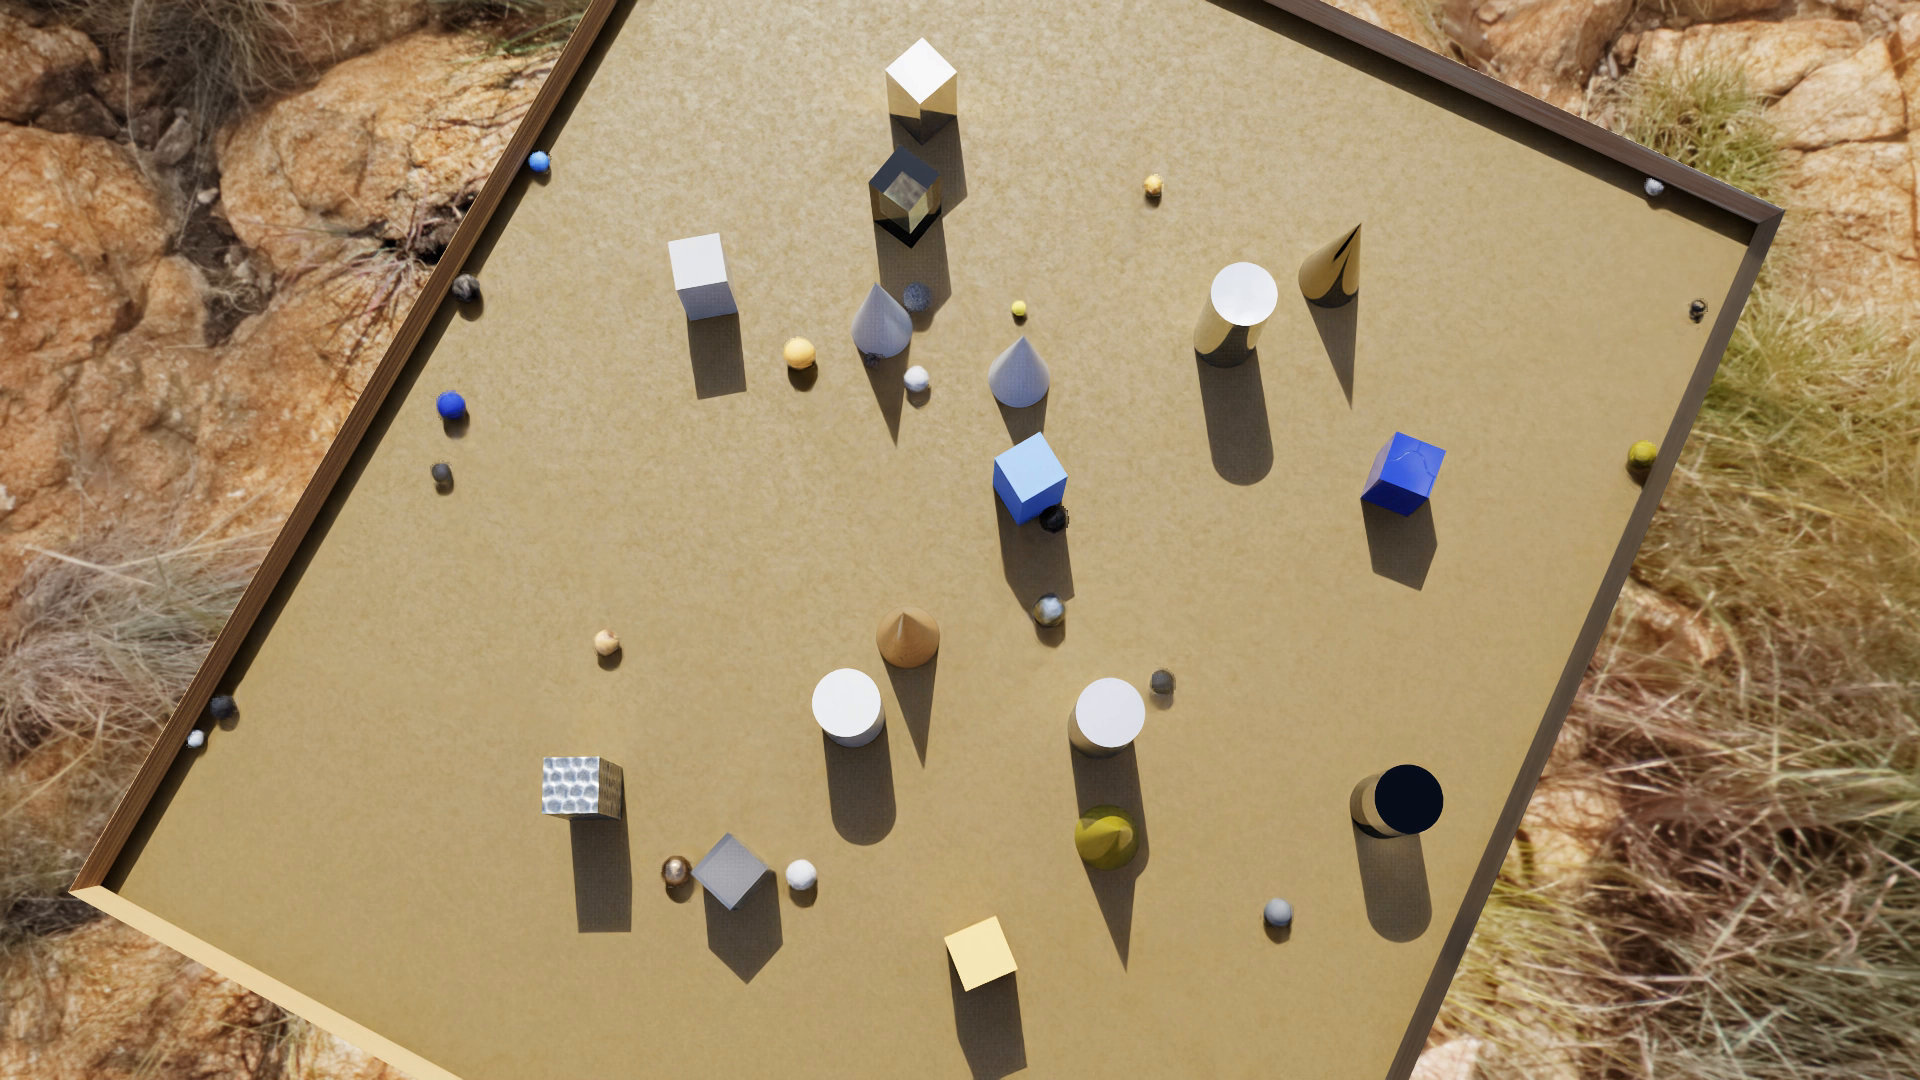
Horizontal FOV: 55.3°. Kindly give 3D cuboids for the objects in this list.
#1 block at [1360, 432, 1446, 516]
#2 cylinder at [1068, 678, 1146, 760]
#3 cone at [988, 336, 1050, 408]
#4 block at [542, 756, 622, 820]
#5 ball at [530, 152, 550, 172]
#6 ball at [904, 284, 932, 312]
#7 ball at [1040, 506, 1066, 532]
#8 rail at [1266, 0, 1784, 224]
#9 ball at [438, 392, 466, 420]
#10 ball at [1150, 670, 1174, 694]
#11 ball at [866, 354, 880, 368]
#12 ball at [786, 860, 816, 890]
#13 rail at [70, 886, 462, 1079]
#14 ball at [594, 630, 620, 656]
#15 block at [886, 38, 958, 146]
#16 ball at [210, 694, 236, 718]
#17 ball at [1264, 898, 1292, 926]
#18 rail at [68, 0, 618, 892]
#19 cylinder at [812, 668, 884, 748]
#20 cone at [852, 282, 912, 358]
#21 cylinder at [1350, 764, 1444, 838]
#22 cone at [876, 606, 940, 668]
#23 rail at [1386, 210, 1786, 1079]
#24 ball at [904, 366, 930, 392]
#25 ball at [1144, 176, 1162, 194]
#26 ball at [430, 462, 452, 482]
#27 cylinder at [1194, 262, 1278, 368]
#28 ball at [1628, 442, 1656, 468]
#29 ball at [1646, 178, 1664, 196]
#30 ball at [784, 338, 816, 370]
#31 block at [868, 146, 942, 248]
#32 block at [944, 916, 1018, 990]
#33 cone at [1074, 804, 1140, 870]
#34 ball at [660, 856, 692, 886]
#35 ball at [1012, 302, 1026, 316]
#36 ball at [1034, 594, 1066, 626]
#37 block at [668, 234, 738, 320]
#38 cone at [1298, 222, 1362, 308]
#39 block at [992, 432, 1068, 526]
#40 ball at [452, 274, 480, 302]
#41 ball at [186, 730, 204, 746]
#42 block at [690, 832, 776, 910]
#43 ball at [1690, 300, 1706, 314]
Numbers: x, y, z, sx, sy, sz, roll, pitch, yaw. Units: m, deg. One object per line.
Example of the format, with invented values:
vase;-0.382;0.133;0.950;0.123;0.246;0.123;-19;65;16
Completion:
block;1.333;-0.196;5.524;0.155;0.260;0.155;22;79;4
cylinder;0.419;0.521;5.299;0.193;0.410;0.193;0;78;0
cone;0.185;-0.550;5.512;0.193;0.428;0.193;0;78;0
block;-1.084;0.719;5.281;0.155;0.365;0.155;-1;78;0
ball;-1.339;-1.203;5.833;0.063;0.063;0.063;0;78;0
ball;-0.134;-0.756;5.729;0.087;0.087;0.087;0;78;0
ball;0.284;-0.063;5.587;0.083;0.083;0.083;0;78;0
rail;0.920;-1.796;5.923;3.665;0.126;0.045;26;80;5
ball;-1.569;-0.412;5.657;0.087;0.087;0.087;0;78;0
ball;0.604;0.426;5.490;0.074;0.074;0.074;0;78;0
ball;-0.272;-0.559;5.711;0.042;0.042;0.042;0;78;0
ball;-0.466;0.980;5.369;0.088;0.088;0.088;0;78;0
rail;-0.920;1.809;5.177;3.665;0.126;0.045;26;80;5
ball;-1.065;0.308;5.514;0.076;0.076;0.076;0;78;0
block;-0.119;-1.402;5.748;0.155;0.310;0.155;-43;81;-8
ball;-2.203;0.496;5.479;0.069;0.069;0.069;0;78;0
ball;0.928;1.087;5.349;0.083;0.083;0.083;0;78;0
rail;-1.618;-0.786;5.714;0.045;0.126;4.164;26;80;5
cylinder;-0.322;0.493;5.348;0.193;0.326;0.193;0;78;0
cone;-0.245;-0.707;5.540;0.193;0.436;0.193;0;78;0
cylinder;1.255;0.758;5.288;0.193;0.336;0.193;0;78;0
cone;-0.158;0.248;5.333;0.193;0.455;0.193;0;78;0
rail;1.618;0.799;5.386;0.045;0.126;4.164;26;80;5
ball;-0.134;-0.500;5.680;0.078;0.078;0.078;0;78;0
ball;0.614;-1.127;5.821;0.056;0.056;0.056;0;78;0
ball;-1.593;-0.207;5.628;0.061;0.061;0.061;0;78;0
cylinder;0.827;-0.674;5.540;0.193;0.422;0.193;0;78;0
ball;2.095;-0.259;5.629;0.081;0.081;0.081;0;78;0
ball;2.207;-1.120;5.819;0.058;0.058;0.058;0;78;0
ball;-0.498;-0.577;5.687;0.096;0.096;0.096;0;78;0
block;-0.168;-1.060;5.679;0.155;0.307;0.155;37;81;7
block;0.058;1.173;5.211;0.155;0.319;0.155;-22;79;-4
cone;0.436;0.836;5.217;0.193;0.443;0.193;0;78;0
ball;-0.832;0.969;5.371;0.088;0.088;0.088;0;78;0
ball;0.186;-0.725;5.743;0.045;0.045;0.045;0;78;0
ball;0.270;0.213;5.523;0.097;0.097;0.097;0;78;0
block;-0.787;-0.806;5.636;0.155;0.289;0.155;-11;79;-2
cone;1.164;-0.872;5.551;0.193;0.482;0.193;0;78;0
block;0.207;-0.179;5.484;0.155;0.331;0.155;-30;80;-6
ball;-1.545;-0.788;5.735;0.086;0.086;0.086;0;78;0
ball;-2.282;0.591;5.468;0.052;0.052;0.052;0;78;0
block;-0.654;0.959;5.296;0.155;0.238;0.155;42;81;8
ball;2.313;-0.731;5.745;0.044;0.044;0.044;0;78;0
